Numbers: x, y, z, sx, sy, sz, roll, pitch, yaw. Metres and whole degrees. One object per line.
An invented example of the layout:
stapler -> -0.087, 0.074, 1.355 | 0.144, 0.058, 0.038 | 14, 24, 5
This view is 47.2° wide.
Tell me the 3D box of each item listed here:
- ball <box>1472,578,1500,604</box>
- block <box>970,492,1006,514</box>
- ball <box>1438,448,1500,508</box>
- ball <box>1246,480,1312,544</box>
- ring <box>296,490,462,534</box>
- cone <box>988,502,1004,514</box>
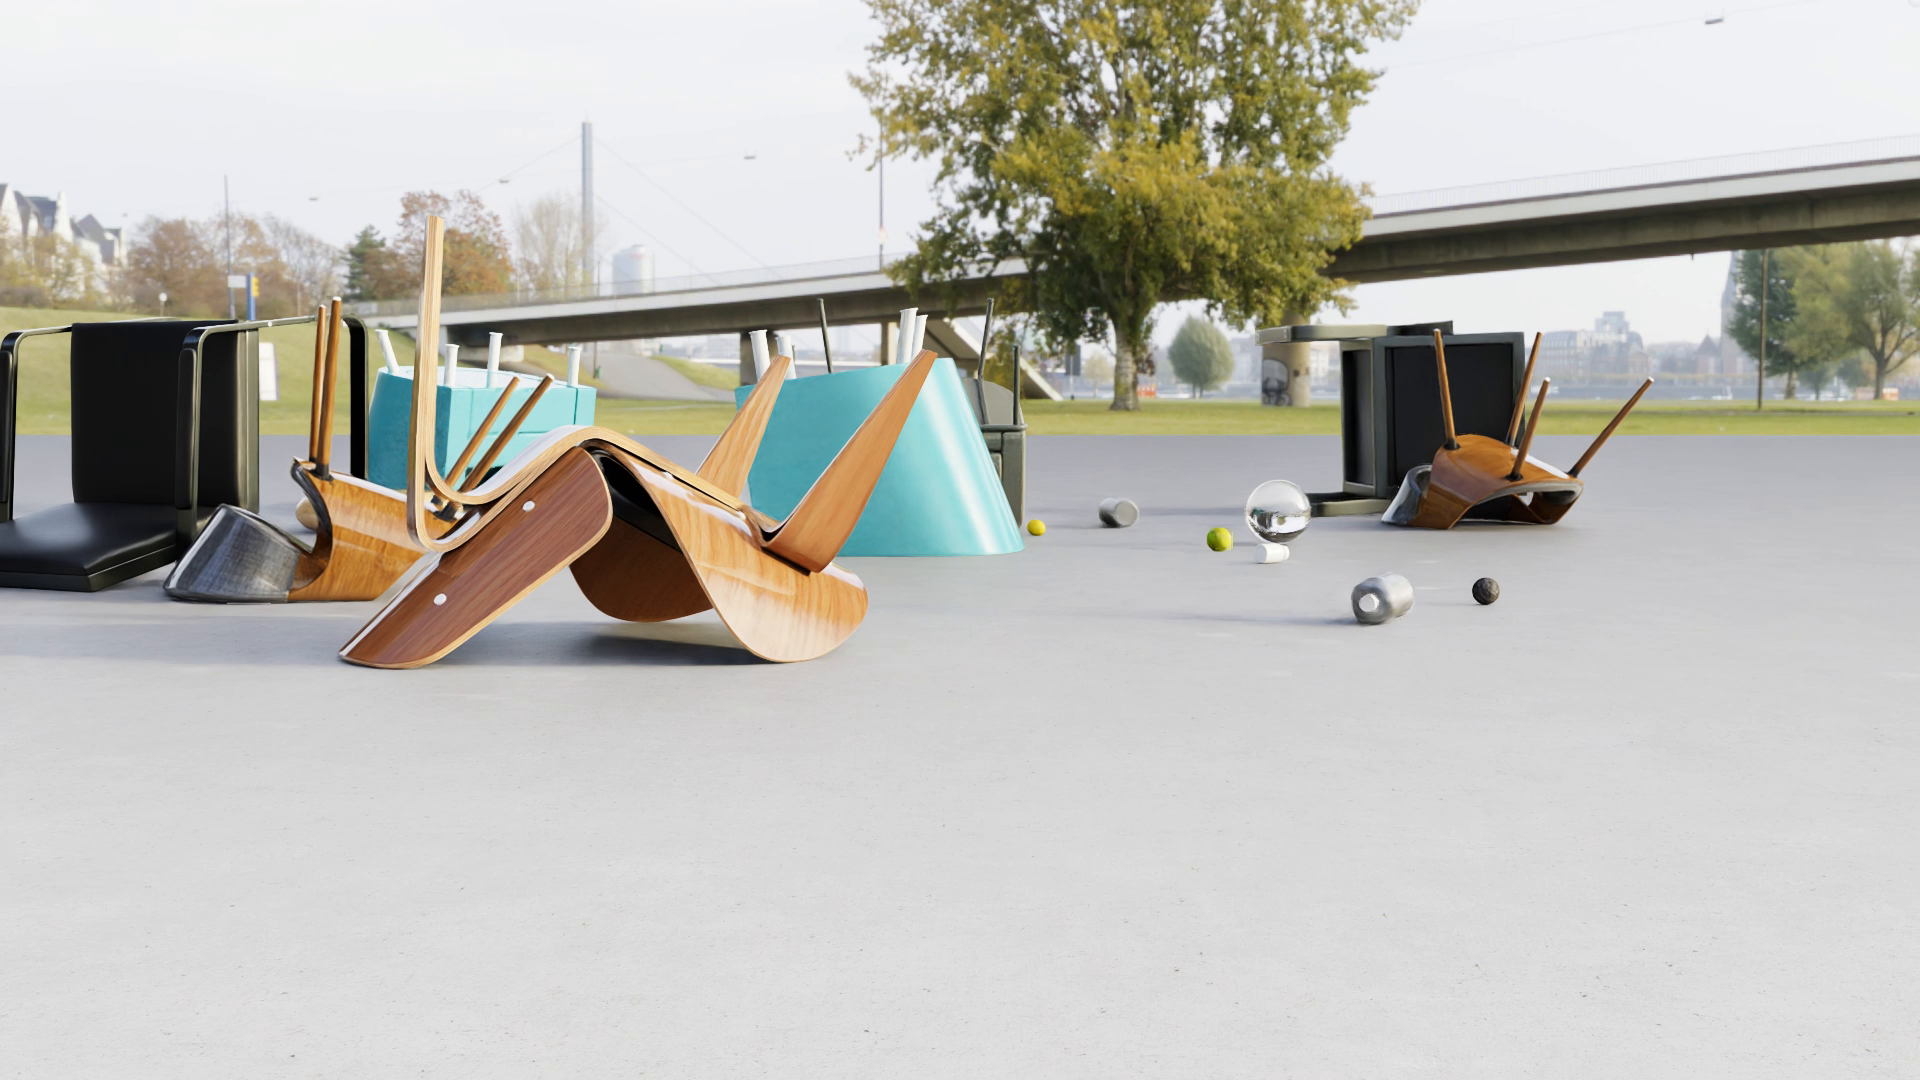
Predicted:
ball -> 1.096, 0.106, 4.583 | 0.057, 0.057, 0.057 | 0, 4, 0
block -> 0.104, -0.135, 8.010 | 0.111, 0.069, 0.094 | 1, 4, 15
ball -> 1.912, -0.233, 8.262 | 0.229, 0.229, 0.229 | 0, 4, 0
ball -> 0.920, -0.081, 6.351 | 0.188, 0.188, 0.188 | 0, 4, 0
ring -> -1.849, -0.093, 7.009 | 0.506, 0.125, 0.522 | 2, 4, 40
cone -> 0.131, -0.105, 7.917 | 0.062, 0.047, 0.063 | 0, -17, 4
